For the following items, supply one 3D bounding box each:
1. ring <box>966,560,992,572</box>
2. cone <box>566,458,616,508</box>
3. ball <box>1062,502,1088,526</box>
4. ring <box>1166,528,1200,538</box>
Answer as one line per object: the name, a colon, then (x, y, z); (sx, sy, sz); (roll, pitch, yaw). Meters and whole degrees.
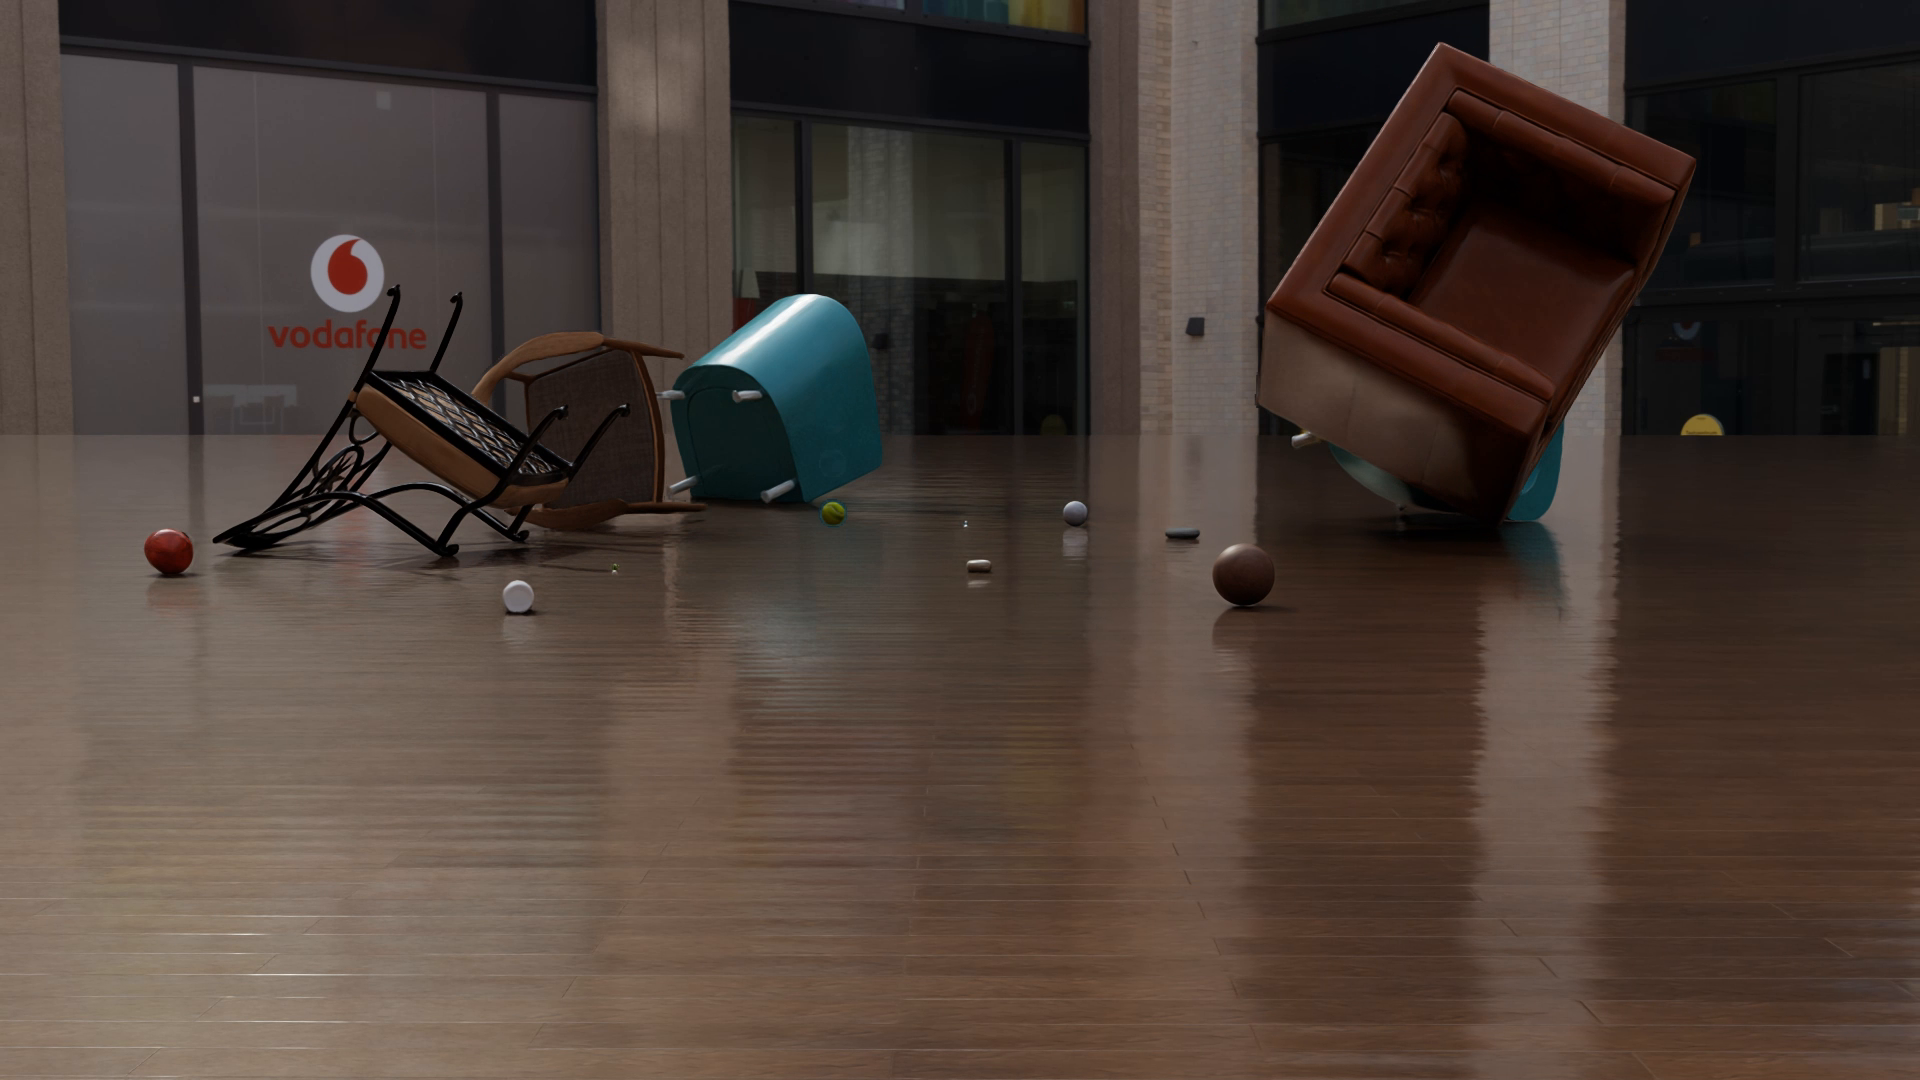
ring: (0.047, 0.064, 5.408); (0.061, 0.028, 0.081); (-3, 4, -18)
cone: (-1.440, -0.172, 8.361); (0.188, 0.216, 0.182); (-32, -13, 29)
ball: (0.378, -0.086, 7.195); (0.082, 0.082, 0.082); (0, 4, 0)
ring: (0.672, -0.021, 6.643); (0.102, 0.029, 0.130); (-1, 4, -8)
